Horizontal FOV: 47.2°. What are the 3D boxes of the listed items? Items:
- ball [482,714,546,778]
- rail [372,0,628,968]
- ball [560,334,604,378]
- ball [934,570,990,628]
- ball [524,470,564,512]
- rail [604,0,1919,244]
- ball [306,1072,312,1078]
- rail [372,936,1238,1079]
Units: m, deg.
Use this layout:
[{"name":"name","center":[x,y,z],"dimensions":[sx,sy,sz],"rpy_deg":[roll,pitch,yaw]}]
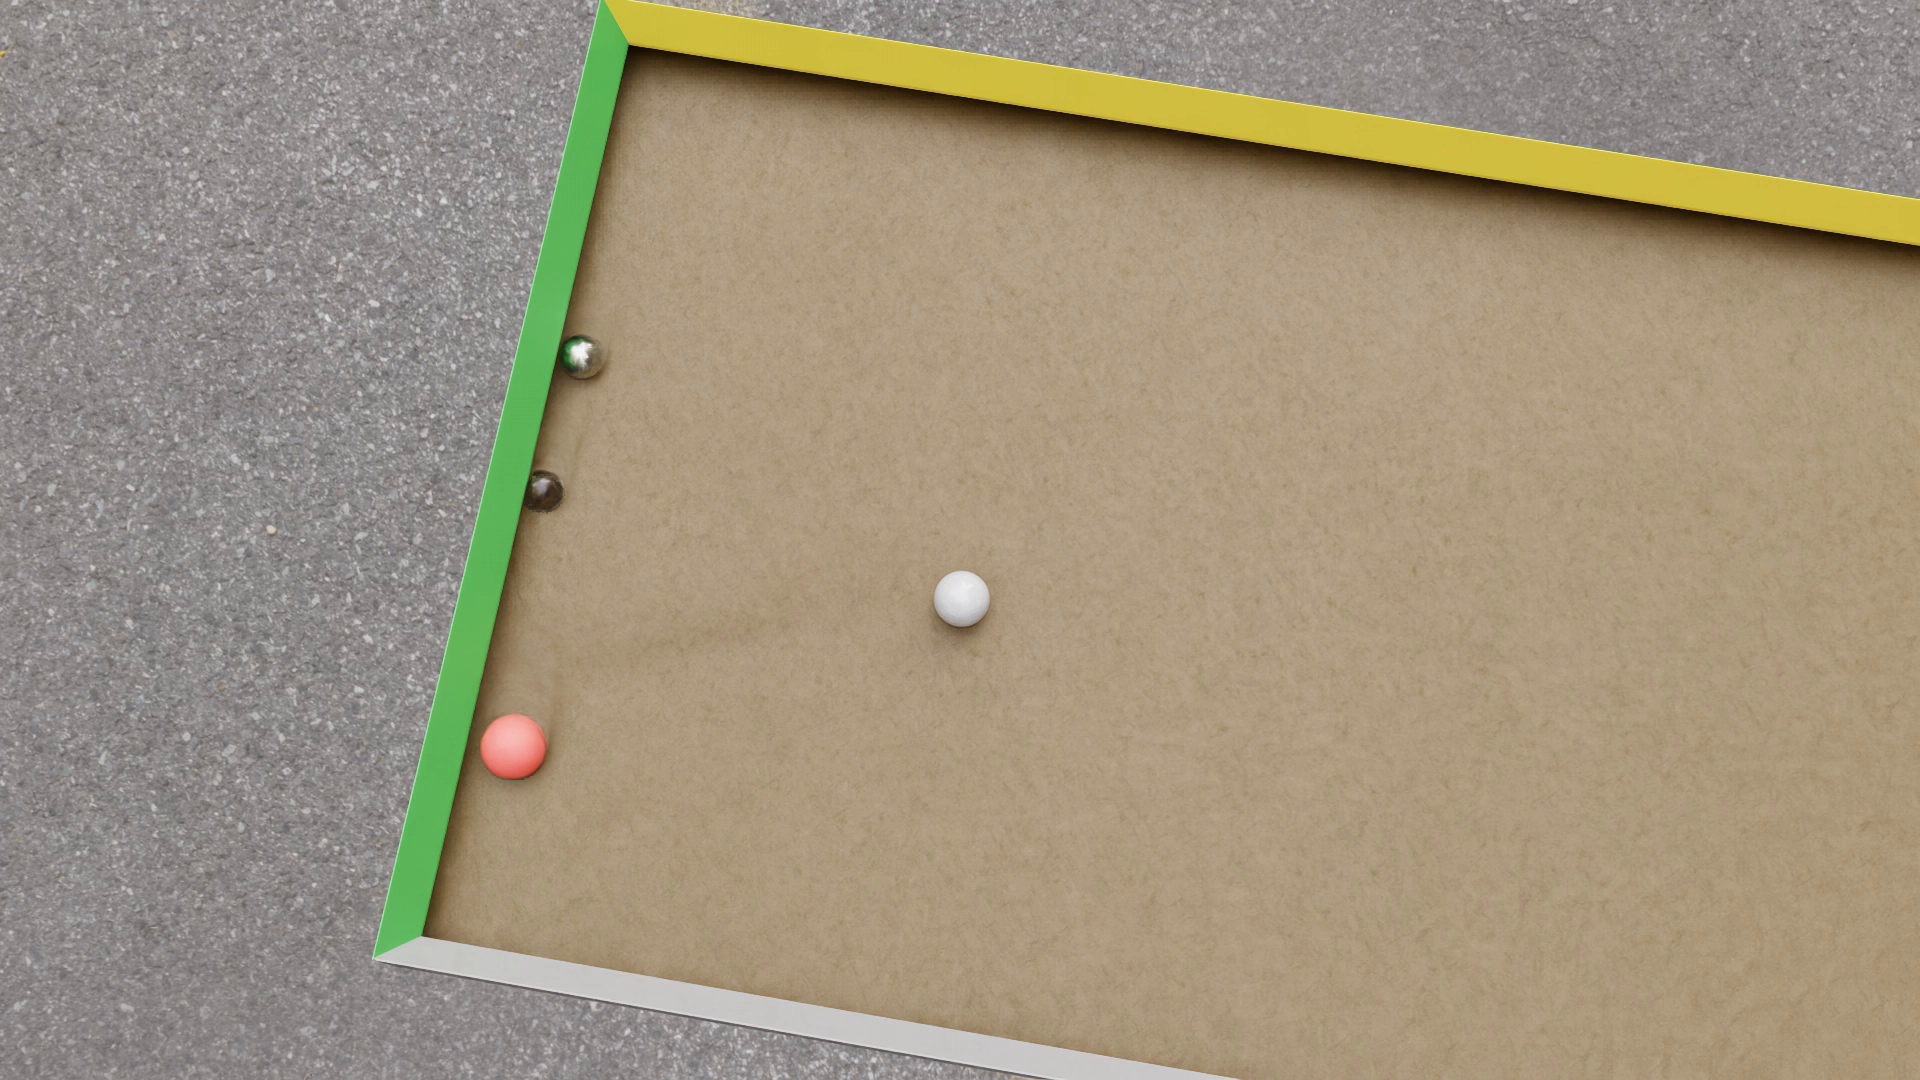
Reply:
[{"name":"ball","center":[-0.660,0.306,3.256],"dimensions":[0.095,0.095,0.095],"rpy_deg":[0,75,0]},{"name":"rail","center":[-0.677,-0.118,3.355],"dimensions":[0.045,0.124,1.533],"rpy_deg":[9,75,3]},{"name":"ball","center":[-0.589,-0.287,3.431],"dimensions":[0.069,0.069,0.069],"rpy_deg":[0,75,0]},{"name":"ball","center":[0.003,0.089,3.320],"dimensions":[0.085,0.085,0.085],"rpy_deg":[0,75,0]},{"name":"ball","center":[-0.640,-0.076,3.376],"dimensions":[0.064,0.064,0.064],"rpy_deg":[0,75,0]},{"name":"rail","center":[0.825,-0.597,3.486],"dimensions":[2.841,0.124,0.045],"rpy_deg":[9,75,3]},{"name":"ball","center":[-11.058,9.094,37.333],"dimensions":[0.090,0.090,0.090],"rpy_deg":[0,75,0]},{"name":"rail","center":[0.575,0.815,3.101],"dimensions":[2.841,0.124,0.045],"rpy_deg":[9,75,3]}]
